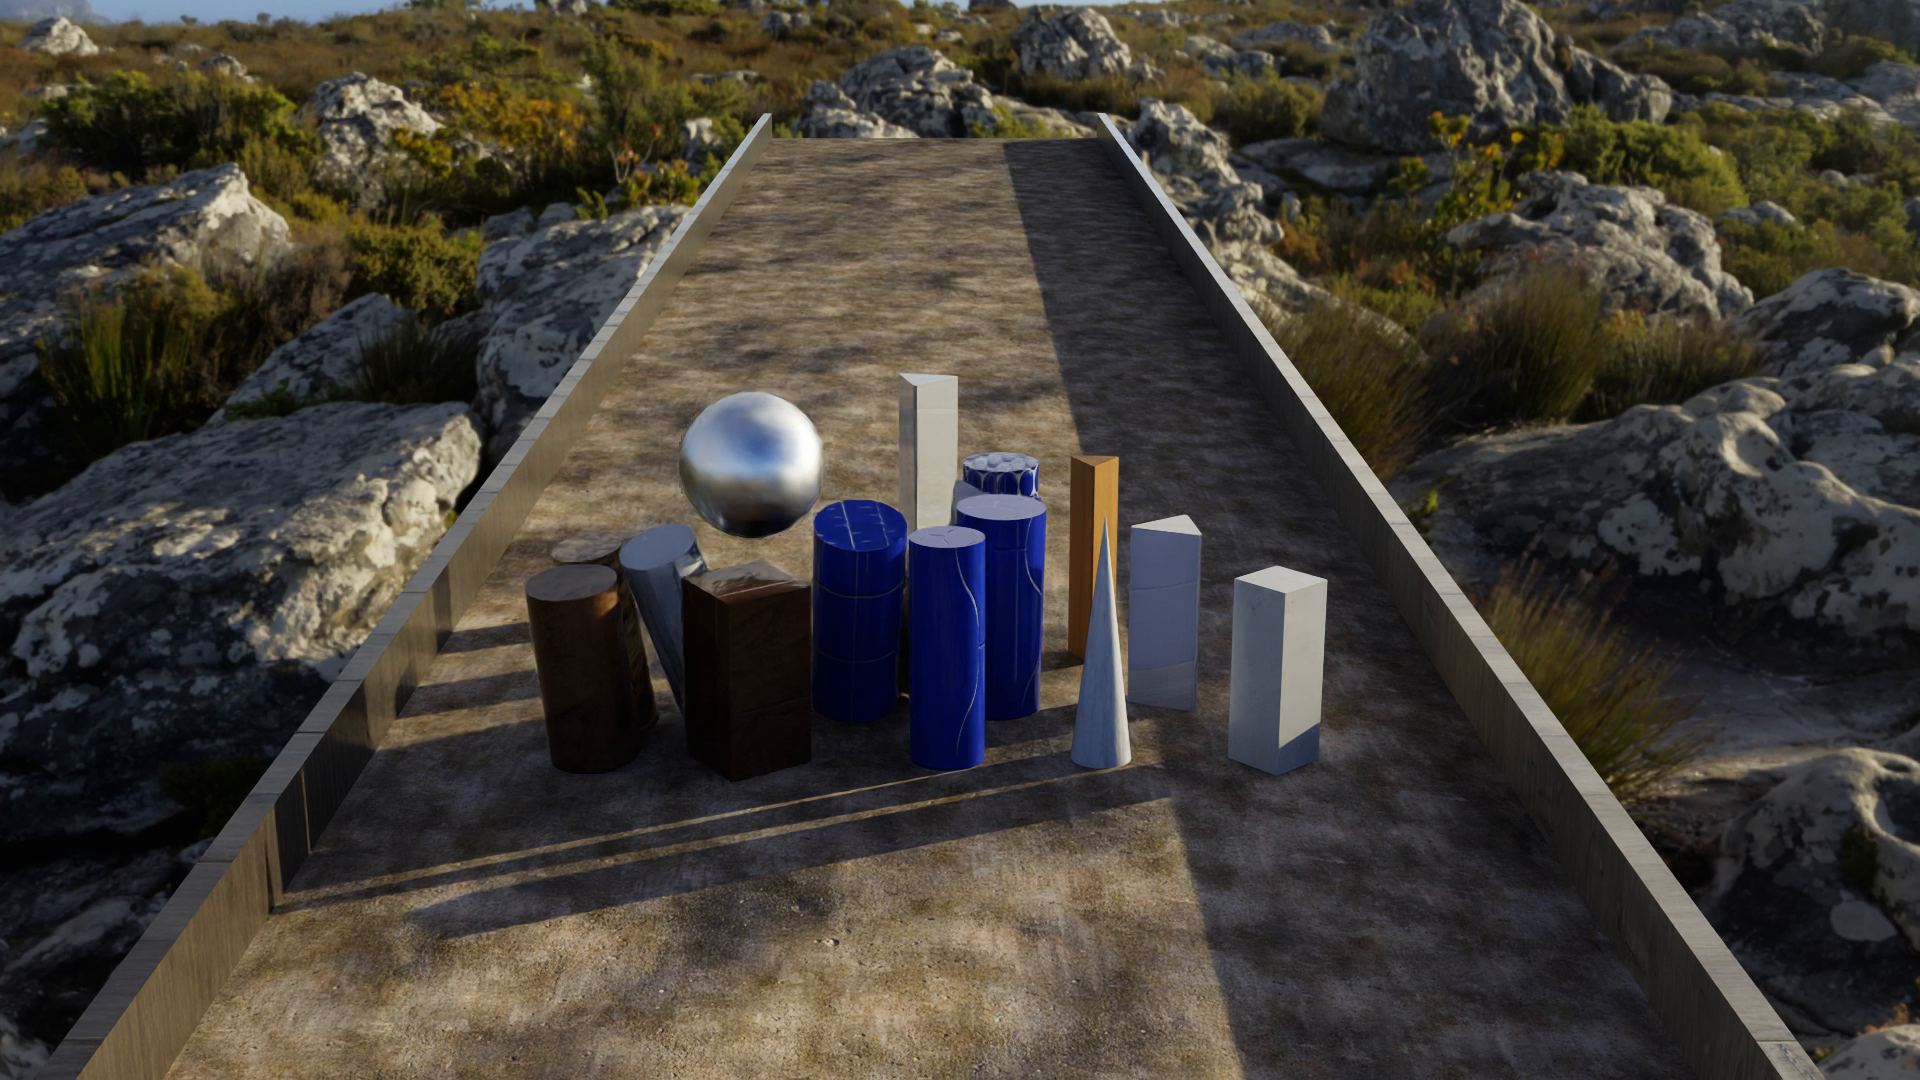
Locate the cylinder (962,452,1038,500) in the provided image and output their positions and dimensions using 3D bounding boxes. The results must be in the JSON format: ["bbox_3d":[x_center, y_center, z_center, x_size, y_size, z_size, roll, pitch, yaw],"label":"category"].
[{"bbox_3d":[0.084,-0.004,4.657,0.160,0.333,0.160,0,17,0],"label":"cylinder"}]

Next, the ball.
[{"bbox_3d":[-0.366,-0.132,3.883,0.259,0.259,0.259,0,17,0],"label":"ball"}]

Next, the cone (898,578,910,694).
[{"bbox_3d":[-0.071,0.128,4.146,0.169,0.330,0.169,-1,48,2],"label":"cone"}]

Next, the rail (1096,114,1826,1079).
[{"bbox_3d":[0.932,-0.844,7.801,0.050,0.150,12.000,0,17,-1],"label":"rail"}]

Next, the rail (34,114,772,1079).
[{"bbox_3d":[-1.118,-0.838,7.780,0.050,0.150,12.000,0,17,-1],"label":"rail"}]

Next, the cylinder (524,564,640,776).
[{"bbox_3d":[-0.658,0.226,3.848,0.158,0.335,0.158,-3,23,1],"label":"cylinder"}]

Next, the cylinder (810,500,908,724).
[{"bbox_3d":[-0.189,0.134,4.040,0.168,0.388,0.168,3,34,-2],"label":"cylinder"}]

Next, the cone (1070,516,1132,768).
[{"bbox_3d":[0.251,0.169,3.860,0.109,0.456,0.109,0,17,0],"label":"cone"}]

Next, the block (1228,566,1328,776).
[{"bbox_3d":[0.558,0.228,3.871,0.114,0.335,0.114,-15,22,-40],"label":"block"}]

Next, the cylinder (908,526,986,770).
[{"bbox_3d":[-0.022,0.191,3.868,0.133,0.409,0.133,0,17,0],"label":"cylinder"}]

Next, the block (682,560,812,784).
[{"bbox_3d":[-0.374,0.229,3.861,0.162,0.331,0.162,-12,23,-34],"label":"block"}]

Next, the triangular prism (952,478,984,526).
[{"bbox_3d":[0.006,0.051,4.331,0.144,0.381,0.125,-18,53,-21],"label":"triangular prism"}]

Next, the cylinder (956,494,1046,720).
[{"bbox_3d":[0.072,0.125,4.115,0.167,0.390,0.167,1,18,0],"label":"cylinder"}]

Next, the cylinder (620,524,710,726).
[{"bbox_3d":[-0.486,0.166,3.958,0.140,0.380,0.140,-12,32,7],"label":"cylinder"}]

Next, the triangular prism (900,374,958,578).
[{"bbox_3d":[-0.092,-0.140,4.899,0.114,0.455,0.132,15,22,42],"label":"triangular prism"}]

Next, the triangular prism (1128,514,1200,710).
[{"bbox_3d":[0.404,0.133,4.171,0.136,0.346,0.118,7,18,23],"label":"triangular prism"}]

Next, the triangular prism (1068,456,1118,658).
[{"bbox_3d":[0.254,0.034,4.396,0.080,0.407,0.093,11,20,34],"label":"triangular prism"}]

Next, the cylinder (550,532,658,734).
[{"bbox_3d":[-0.642,0.175,3.982,0.128,0.357,0.128,-7,23,3],"label":"cylinder"}]
